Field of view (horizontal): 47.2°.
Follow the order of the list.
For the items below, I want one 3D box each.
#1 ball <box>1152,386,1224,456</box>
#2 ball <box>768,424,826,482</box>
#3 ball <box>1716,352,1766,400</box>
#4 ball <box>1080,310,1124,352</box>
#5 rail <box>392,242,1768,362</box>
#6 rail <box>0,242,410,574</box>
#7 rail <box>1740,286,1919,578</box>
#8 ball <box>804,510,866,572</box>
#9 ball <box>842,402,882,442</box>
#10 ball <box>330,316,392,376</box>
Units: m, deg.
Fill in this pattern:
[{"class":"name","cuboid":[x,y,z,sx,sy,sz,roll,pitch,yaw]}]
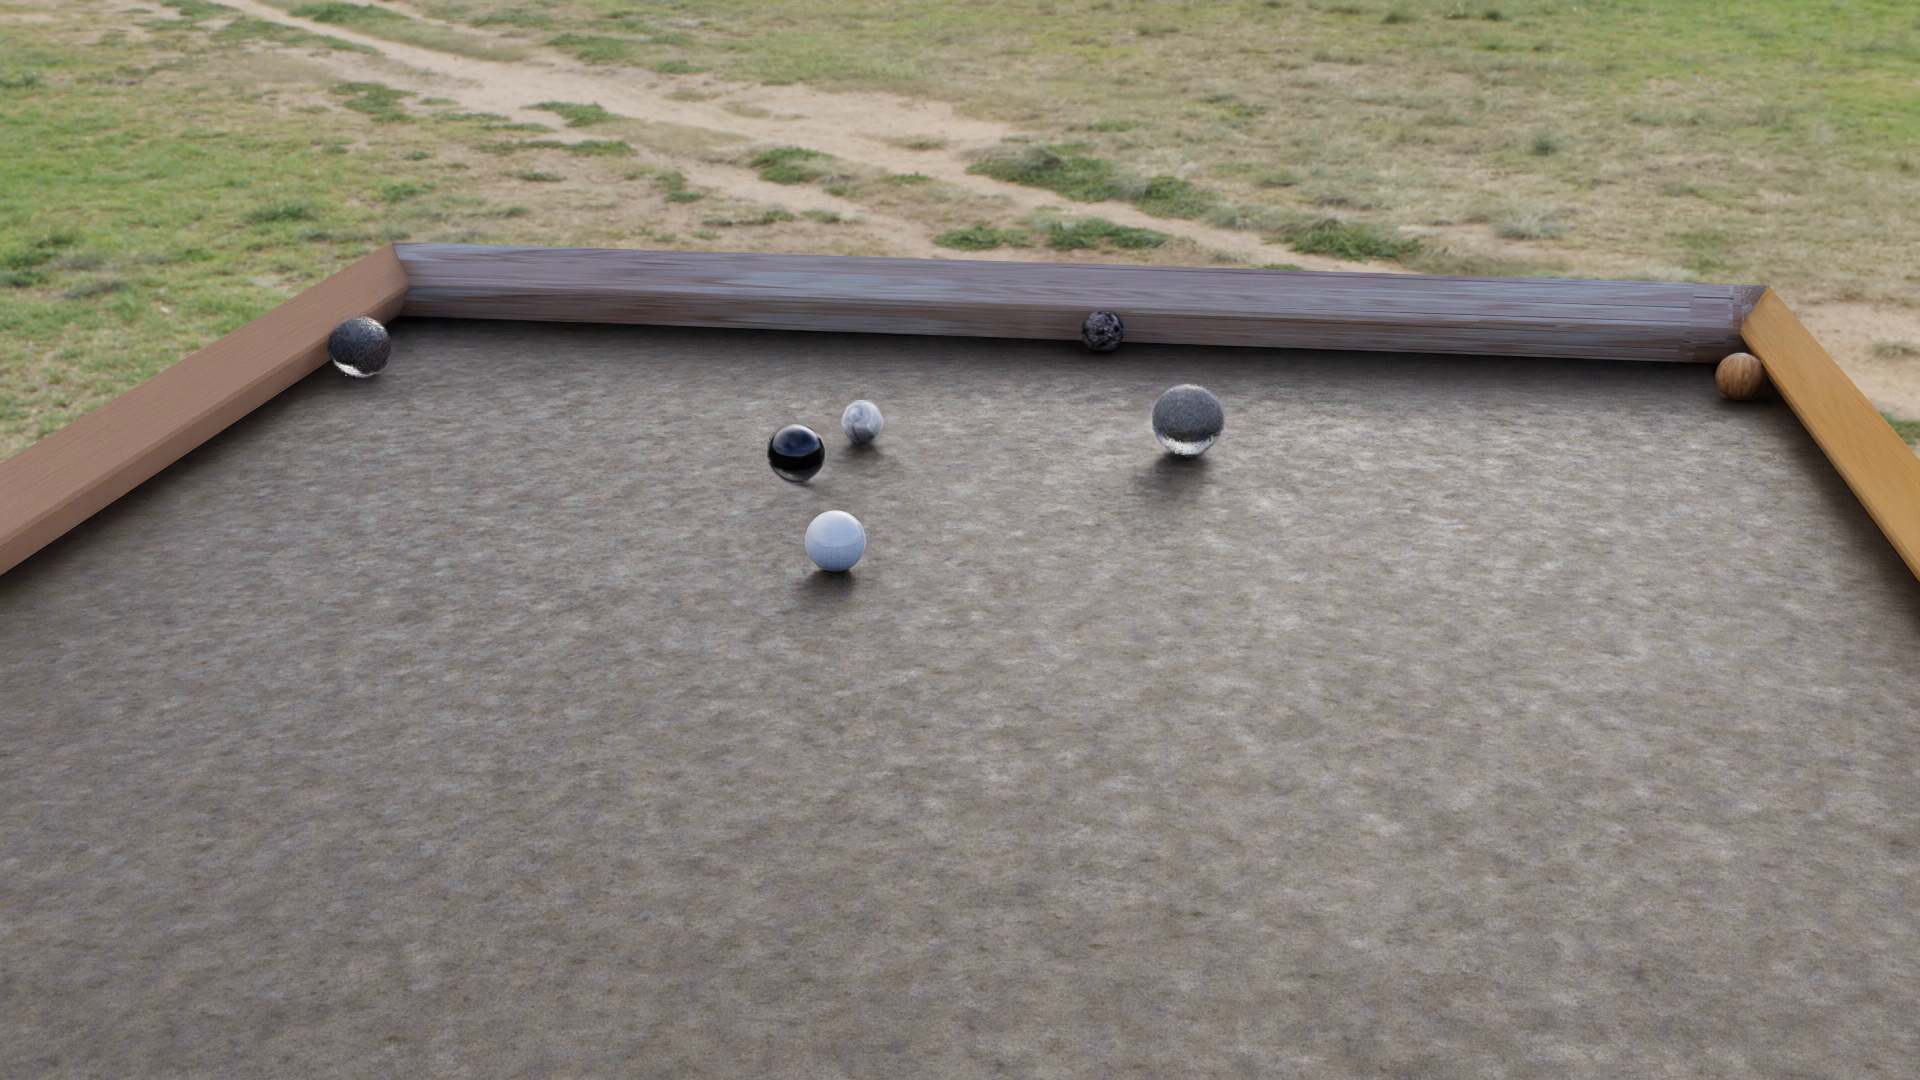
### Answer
[{"class":"ball","cuboid":[0.319,-0.168,3.085,0.099,0.099,0.099,0,20,0]},{"class":"ball","cuboid":[-0.222,-0.117,2.979,0.078,0.078,0.078,0,20,0]},{"class":"ball","cuboid":[1.187,-0.249,3.345,0.072,0.072,0.072,0,20,0]},{"class":"ball","cuboid":[0.233,-0.342,3.603,0.069,0.069,0.069,0,20,0]},{"class":"rail","cuboid":[0.149,-0.391,3.649,2.294,0.129,0.045,3,20,8]},{"class":"rail","cuboid":[-1.265,0.293,1.781,0.045,0.129,4.380,3,20,8]},{"class":"rail","cuboid":[0.960,0.401,1.488,0.045,0.129,4.380,3,20,8]},{"class":"ball","cuboid":[-0.151,0.001,2.660,0.075,0.075,0.075,0,20,0]},{"class":"ball","cuboid":[-0.140,-0.169,3.145,0.059,0.059,0.059,0,20,0]},{"class":"ball","cuboid":[-0.944,-0.305,3.464,0.095,0.095,0.095,0,20,0]}]
